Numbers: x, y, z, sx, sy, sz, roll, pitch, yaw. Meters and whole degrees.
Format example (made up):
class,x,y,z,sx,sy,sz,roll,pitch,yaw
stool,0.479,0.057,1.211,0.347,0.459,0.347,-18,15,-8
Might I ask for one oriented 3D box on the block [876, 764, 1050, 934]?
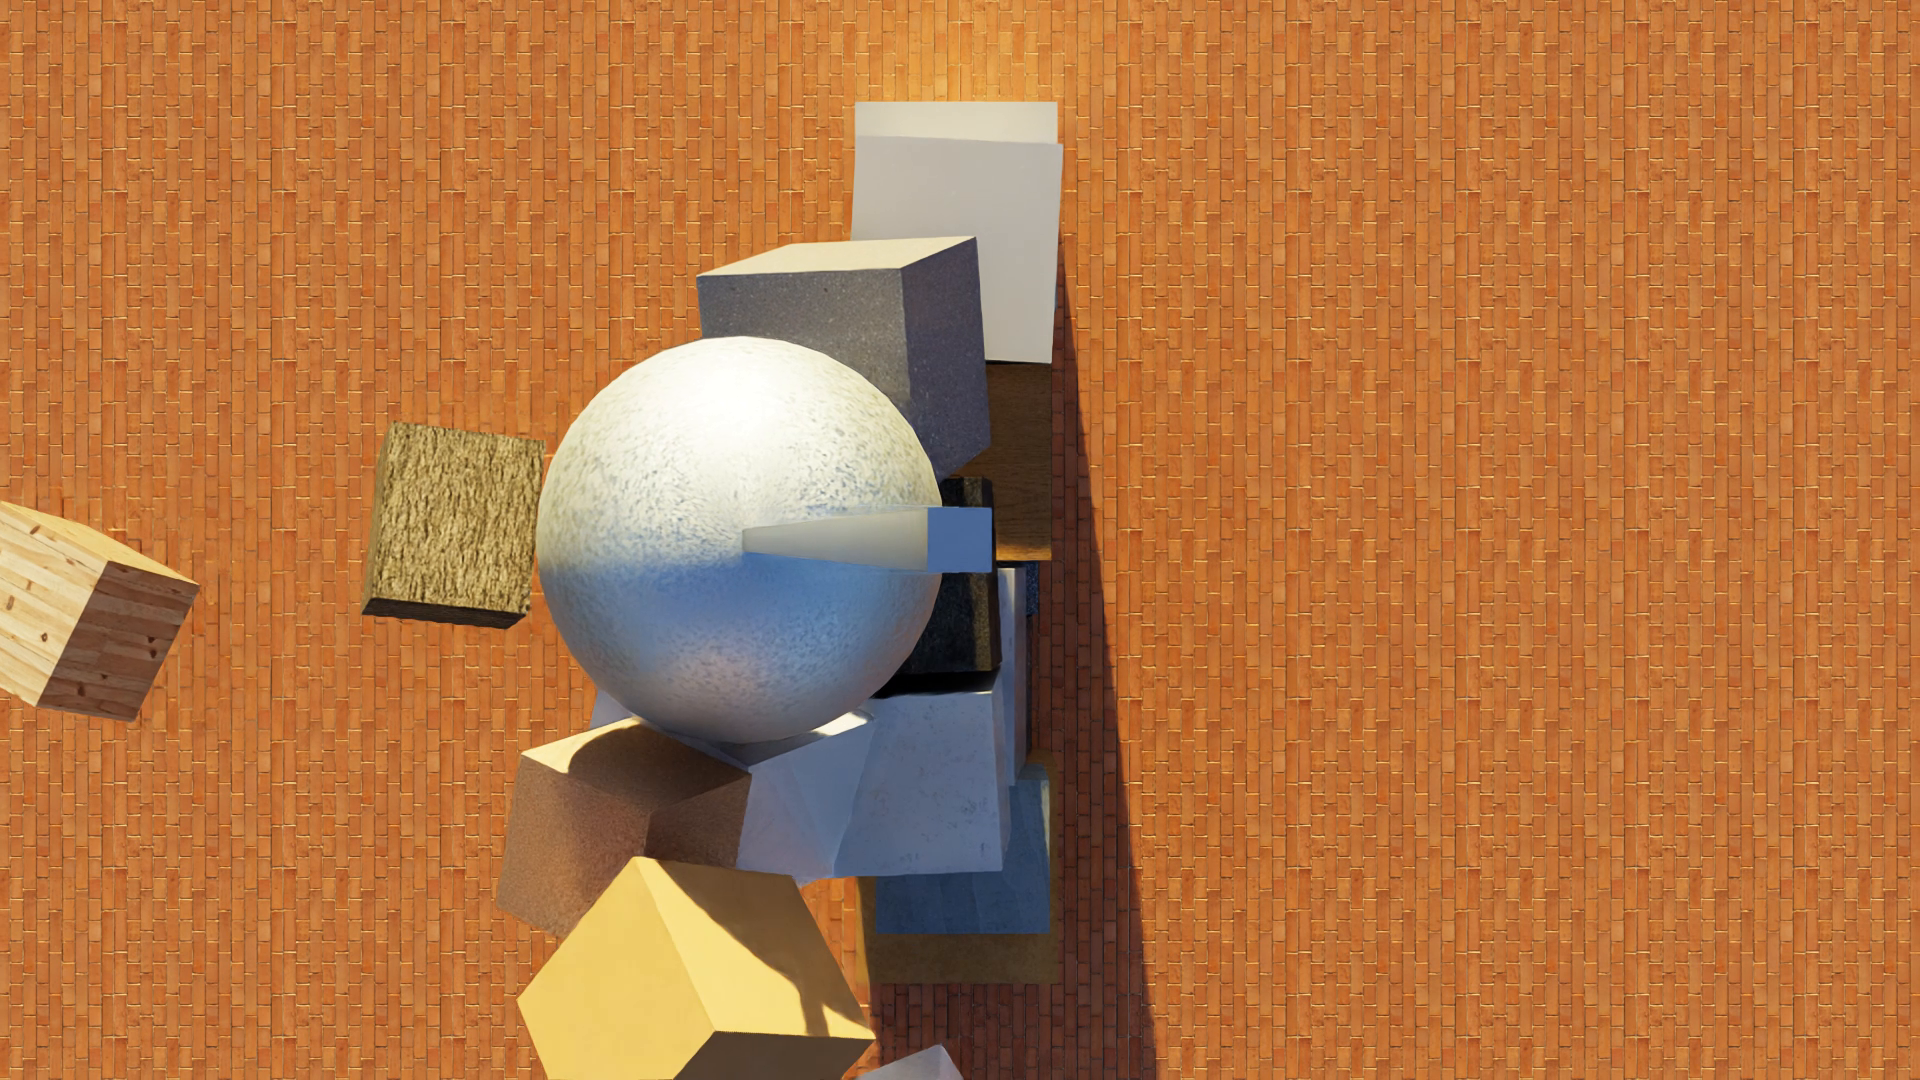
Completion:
class,x,y,z,sx,sy,sz,roll,pitch,yaw
block,0.013,1.599,11.499,0.877,0.822,0.773,0,90,0

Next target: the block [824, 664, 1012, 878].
class,x,y,z,sx,sy,sz,roll,pitch,yaw
block,-0.245,1.087,10.451,0.890,0.761,0.830,-3,96,5

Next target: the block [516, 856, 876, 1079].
class,x,y,z,sx,sy,sz,roll,pitch,yaw
block,-0.993,1.790,8.211,0.816,0.792,0.795,-50,50,21

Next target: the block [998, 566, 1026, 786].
class,x,y,z,sx,sy,sz,roll,pitch,yaw
block,-0.172,0.675,11.423,0.972,1.154,1.065,0,90,5

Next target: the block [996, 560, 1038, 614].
class,x,y,z,sx,sy,sz,roll,pitch,yaw
block,0.008,0.002,12.525,0.836,0.951,0.813,0,90,0

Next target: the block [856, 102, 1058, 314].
class,x,y,z,sx,sy,sz,roll,pitch,yaw
block,-0.021,-1.826,12.495,1.103,1.009,1.128,0,90,0

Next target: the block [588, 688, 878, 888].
class,x,y,z,sx,sy,sz,roll,pitch,yaw
block,-1.059,1.070,9.718,0.812,0.989,0.805,26,110,25

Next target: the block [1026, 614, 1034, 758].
class,x,y,z,sx,sy,sz,roll,pitch,yaw
block,-0.048,0.828,12.480,0.872,0.974,0.788,1,90,5

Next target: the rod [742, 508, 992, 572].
class,x,y,z,sx,sy,sz,roll,pitch,yaw
rod,-0.370,0.000,5.269,0.080,5.200,0.080,0,90,-8

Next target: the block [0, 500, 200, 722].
class,x,y,z,sx,sy,sz,roll,pitch,yaw
block,-4.686,0.377,11.483,0.815,0.802,0.809,24,87,18

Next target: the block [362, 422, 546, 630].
class,x,y,z,sx,sy,sz,roll,pitch,yaw
block,-2.681,-0.057,11.602,0.781,0.887,0.903,7,81,-18

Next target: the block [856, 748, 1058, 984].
class,x,y,z,sx,sy,sz,roll,pitch,yaw
block,-0.015,1.815,12.455,1.091,1.090,1.174,0,90,0

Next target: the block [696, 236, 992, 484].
class,x,y,z,sx,sy,sz,roll,pitch,yaw
block,-0.505,-0.815,10.207,0.950,1.177,1.016,0,104,17

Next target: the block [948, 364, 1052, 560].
class,x,y,z,sx,sy,sz,roll,pitch,yaw
block,-0.012,-0.385,11.498,0.935,1.103,0.973,0,90,0

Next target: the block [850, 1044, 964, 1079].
class,x,y,z,sx,sy,sz,roll,pitch,yaw
block,-0.202,2.966,10.391,0.597,0.700,0.722,-24,112,13

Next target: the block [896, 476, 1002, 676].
class,x,y,z,sx,sy,sz,roll,pitch,yaw
block,-0.271,0.176,10.448,0.848,0.806,0.884,-3,90,5

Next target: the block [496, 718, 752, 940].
class,x,y,z,sx,sy,sz,roll,pitch,yaw
block,-1.363,1.220,8.948,0.665,0.669,0.677,20,107,27

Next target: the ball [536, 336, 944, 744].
class,x,y,z,sx,sy,sz,roll,pitch,yaw
ball,-0.854,0.000,8.634,1.600,1.600,1.600,0,90,0

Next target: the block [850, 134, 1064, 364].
class,x,y,z,sx,sy,sz,roll,pitch,yaw
block,-0.030,-1.439,11.410,1.019,1.160,1.079,3,90,0
